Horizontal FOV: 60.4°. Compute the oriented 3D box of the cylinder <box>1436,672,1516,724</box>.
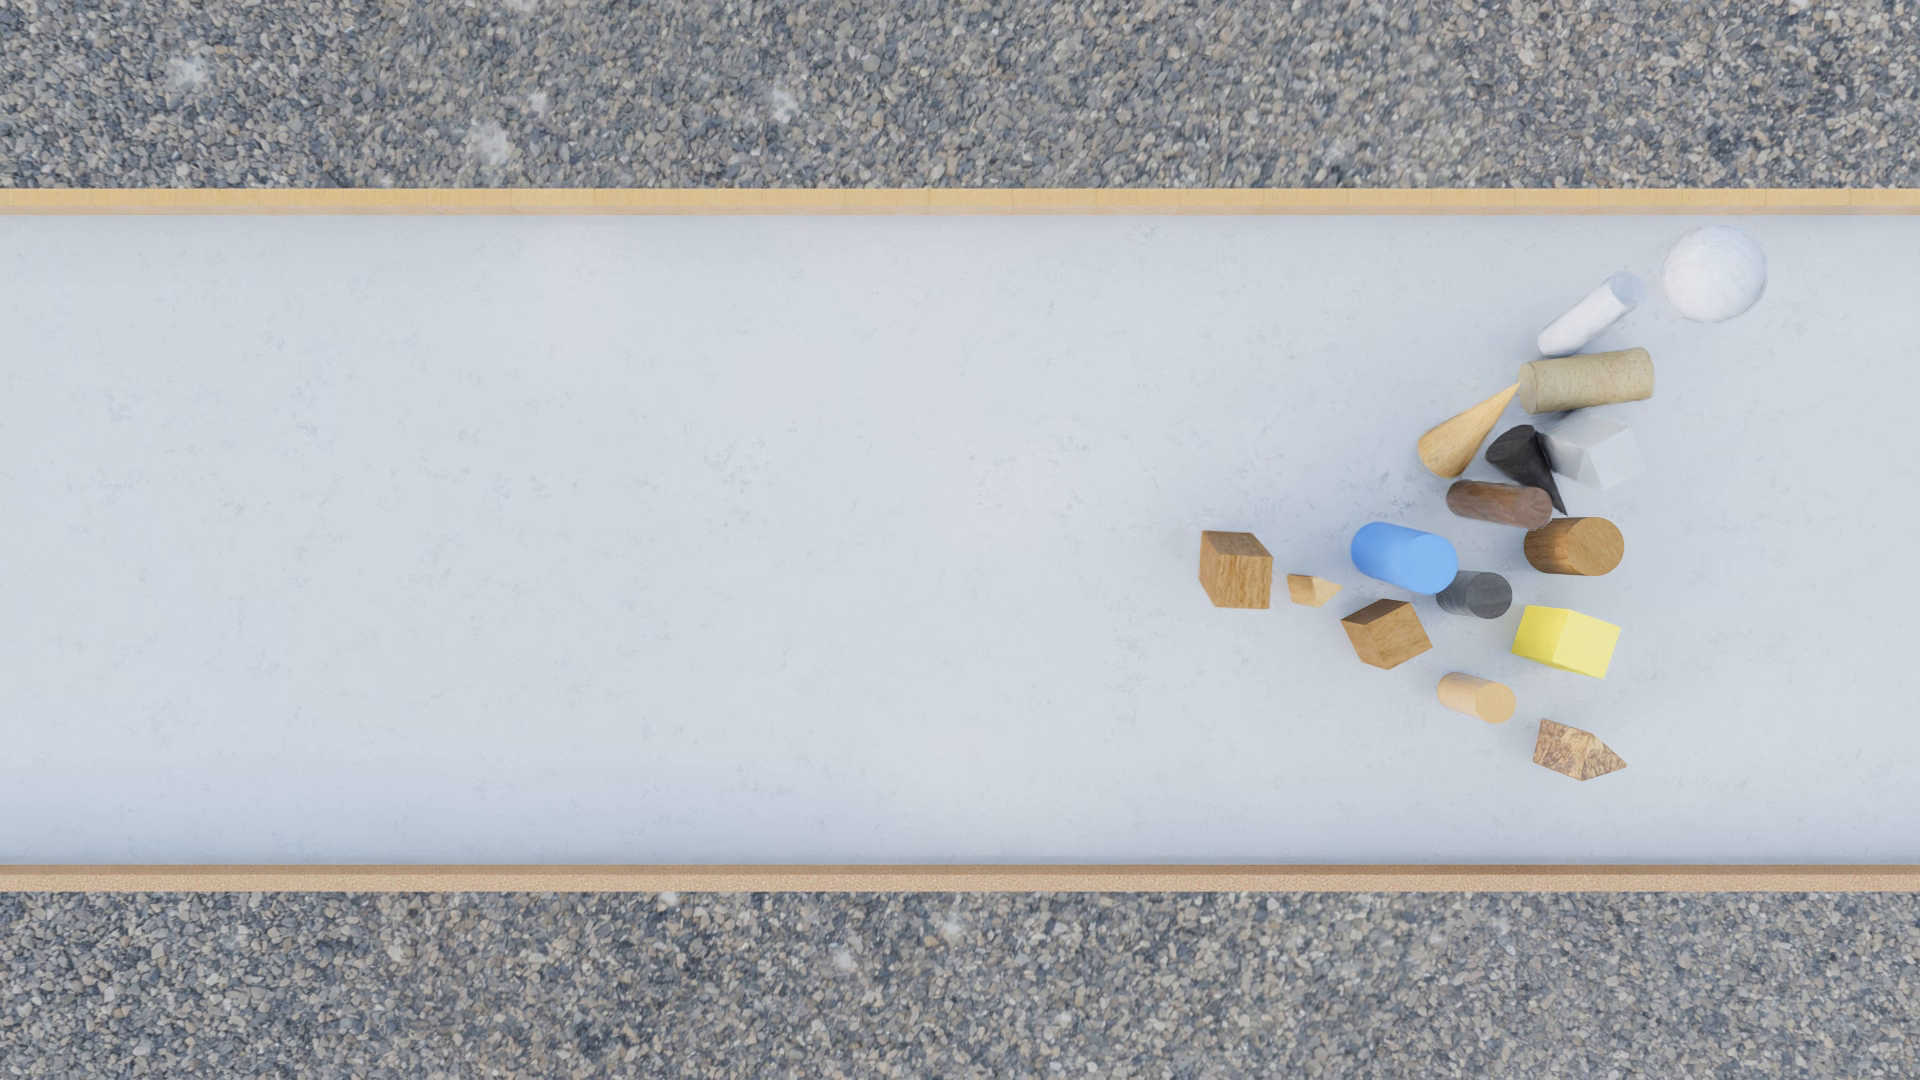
[{"bbox_3d":[1.526,0.465,4.888,0.118,0.376,0.118,0,90,0],"label":"cylinder"}]

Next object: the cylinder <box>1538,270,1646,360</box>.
[{"bbox_3d":[1.864,-0.660,4.879,0.114,0.380,0.114,4,71,-12],"label":"cylinder"}]

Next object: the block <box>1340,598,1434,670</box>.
[{"bbox_3d":[1.268,0.278,4.920,0.146,0.314,0.146,-27,90,0],"label":"block"}]

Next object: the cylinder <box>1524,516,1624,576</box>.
[{"bbox_3d":[1.820,0.019,4.903,0.171,0.347,0.171,0,90,0],"label":"cylinder"}]

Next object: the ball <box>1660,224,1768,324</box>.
[{"bbox_3d":[2.078,-0.734,4.552,0.269,0.269,0.269,0,90,0],"label":"ball"}]

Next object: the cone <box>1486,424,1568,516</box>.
[{"bbox_3d":[1.770,-0.181,5.037,0.165,0.165,0.321,-43,104,0],"label":"cone"}]

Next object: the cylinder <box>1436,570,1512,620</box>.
[{"bbox_3d":[1.530,0.161,4.924,0.137,0.306,0.137,0,90,0],"label":"cylinder"}]

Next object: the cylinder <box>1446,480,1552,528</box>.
[{"bbox_3d":[1.577,-0.109,4.843,0.117,0.454,0.117,-1,95,-7],"label":"cylinder"}]

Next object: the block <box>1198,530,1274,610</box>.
[{"bbox_3d":[0.811,0.085,4.871,0.153,0.387,0.153,3,100,1],"label":"block"}]

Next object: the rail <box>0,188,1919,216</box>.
[{"bbox_3d":[-2.247,-1.025,5.002,12.000,0.150,0.050,0,90,0],"label":"rail"}]

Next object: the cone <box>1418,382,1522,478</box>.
[{"bbox_3d":[1.535,-0.358,4.857,0.167,0.417,0.167,10,59,-16],"label":"cone"}]

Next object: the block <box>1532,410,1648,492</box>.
[{"bbox_3d":[1.851,-0.272,4.878,0.139,0.374,0.139,-27,104,0],"label":"block"}]

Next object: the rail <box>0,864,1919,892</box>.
[{"bbox_3d":[-2.247,1.025,5.001,12.000,0.150,0.050,0,90,0],"label":"rail"}]

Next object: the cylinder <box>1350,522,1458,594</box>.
[{"bbox_3d":[1.304,0.049,4.862,0.172,0.409,0.172,-1,95,-6],"label":"cylinder"}]

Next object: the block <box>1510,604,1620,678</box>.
[{"bbox_3d":[1.793,0.299,4.898,0.156,0.357,0.156,19,90,0],"label":"block"}]

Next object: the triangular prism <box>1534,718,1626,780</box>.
[{"bbox_3d":[1.812,0.606,4.881,0.139,0.390,0.120,-18,90,0],"label":"triangular prism"}]

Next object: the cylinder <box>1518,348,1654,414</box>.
[{"bbox_3d":[1.894,-0.481,4.996,0.353,0.161,0.161,-8,90,0],"label":"cylinder"}]

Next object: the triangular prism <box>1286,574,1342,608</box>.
[{"bbox_3d":[1.032,0.134,4.890,0.091,0.373,0.079,-42,90,0],"label":"triangular prism"}]
